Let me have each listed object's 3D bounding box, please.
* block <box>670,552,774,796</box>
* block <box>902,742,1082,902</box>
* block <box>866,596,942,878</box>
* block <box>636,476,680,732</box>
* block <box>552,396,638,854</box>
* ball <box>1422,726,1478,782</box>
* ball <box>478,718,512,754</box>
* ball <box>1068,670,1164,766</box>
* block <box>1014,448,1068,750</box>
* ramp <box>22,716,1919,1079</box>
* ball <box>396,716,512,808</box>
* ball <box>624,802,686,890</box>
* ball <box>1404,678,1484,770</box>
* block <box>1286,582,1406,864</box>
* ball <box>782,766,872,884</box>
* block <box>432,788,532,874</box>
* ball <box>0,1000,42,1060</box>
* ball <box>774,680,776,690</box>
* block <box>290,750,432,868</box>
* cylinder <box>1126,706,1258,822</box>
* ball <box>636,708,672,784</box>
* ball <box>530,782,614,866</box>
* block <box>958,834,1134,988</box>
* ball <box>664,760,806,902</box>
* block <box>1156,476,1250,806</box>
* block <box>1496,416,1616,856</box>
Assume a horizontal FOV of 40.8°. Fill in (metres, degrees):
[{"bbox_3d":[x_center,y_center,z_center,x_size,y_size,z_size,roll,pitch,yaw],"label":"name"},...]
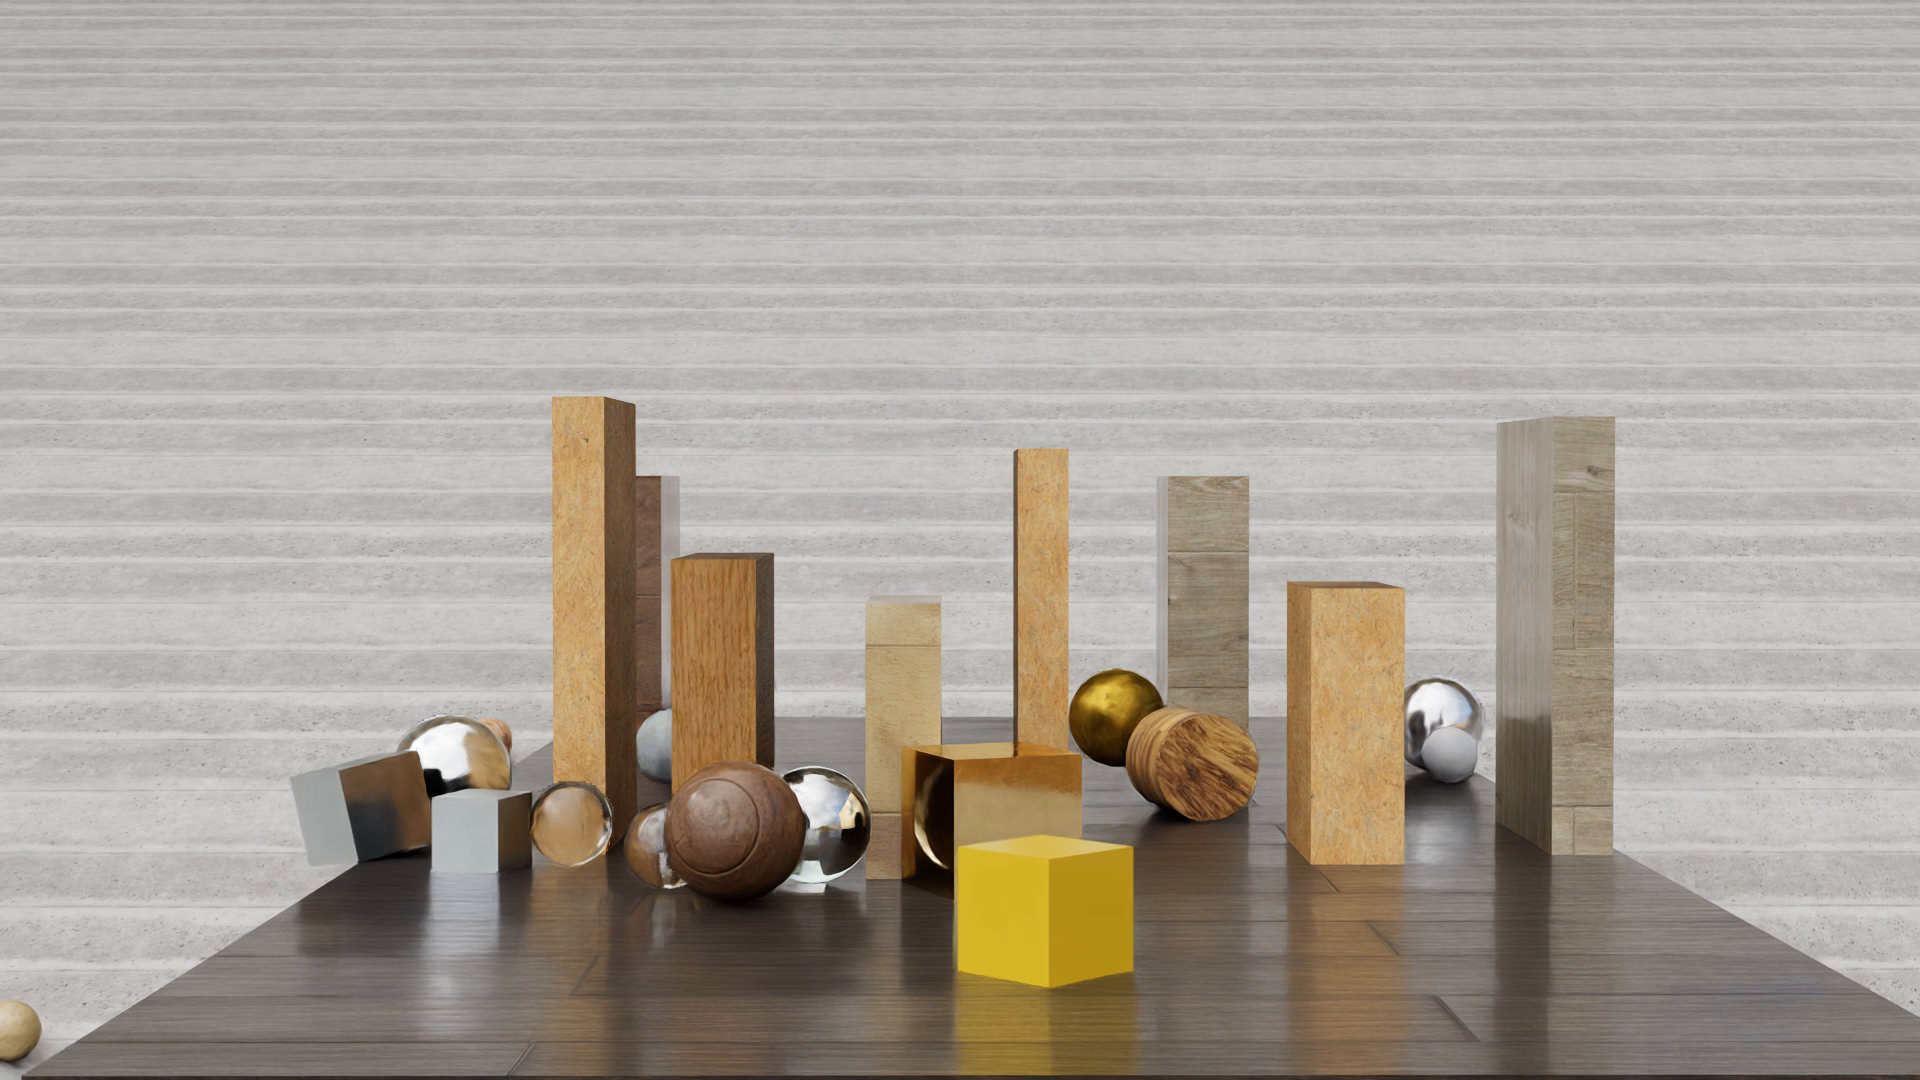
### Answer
[{"bbox_3d":[-0.366,0.265,4.026,0.126,0.480,0.386,0,1,0],"label":"block"},{"bbox_3d":[0.045,0.409,3.785,0.201,0.201,0.201,-1,1,-23],"label":"block"},{"bbox_3d":[-0.085,0.298,4.006,0.113,0.413,0.290,0,1,0],"label":"block"},{"bbox_3d":[-0.699,0.163,5.719,0.117,0.611,0.374,0,1,0],"label":"block"},{"bbox_3d":[-0.608,0.133,4.318,0.083,0.731,0.407,0,1,0],"label":"block"},{"bbox_3d":[0.971,0.425,5.115,0.111,0.111,0.111,0,27,0],"label":"ball"},{"bbox_3d":[-1.191,0.508,6.533,0.117,0.117,0.117,0,27,0],"label":"ball"},{"bbox_3d":[0.291,0.329,4.775,0.180,0.180,0.180,0,27,0],"label":"ball"},{"bbox_3d":[0.154,0.155,4.982,0.094,0.657,0.401,0,1,0],"label":"block"},{"bbox_3d":[0.060,0.543,4.579,2.000,0.100,4.000,0,1,0],"label":"ramp"},{"bbox_3d":[-0.857,0.397,4.345,0.203,0.203,0.203,0,27,0],"label":"ball"},{"bbox_3d":[-0.428,0.446,3.773,0.127,0.127,0.127,0,27,0],"label":"ball"},{"bbox_3d":[0.981,0.380,5.316,0.193,0.193,0.193,0,27,0],"label":"ball"},{"bbox_3d":[0.617,0.286,4.152,0.145,0.429,0.295,0,1,0],"label":"block"},{"bbox_3d":[-0.217,0.422,3.822,0.173,0.173,0.173,0,27,0],"label":"ball"},{"bbox_3d":[-0.738,0.449,3.990,0.112,0.112,0.112,0,1,18],"label":"block"},{"bbox_3d":[-2.010,1.038,5.462,0.124,0.124,0.124,0,27,0],"label":"ball"},{"bbox_3d":[-0.551,0.364,6.439,0.180,0.180,0.180,0,27,0],"label":"ball"},{"bbox_3d":[-0.955,0.430,4.132,0.148,0.148,0.148,-11,2,45],"label":"block"},{"bbox_3d":[0.413,0.398,4.617,0.186,0.186,0.186,-7,3,-14],"label":"cylinder"},{"bbox_3d":[-0.566,0.407,5.084,0.150,0.150,0.150,0,27,0],"label":"ball"},{"bbox_3d":[-0.605,0.441,4.014,0.129,0.129,0.129,0,27,0],"label":"ball"},{"bbox_3d":[0.104,0.448,3.134,0.151,0.151,0.151,1,2,45],"label":"block"},{"bbox_3d":[-0.319,0.412,3.654,0.200,0.200,0.200,0,27,0],"label":"ball"},{"bbox_3d":[0.455,0.183,4.866,0.149,0.606,0.270,0,1,0],"label":"block"},{"bbox_3d":[0.991,0.148,4.318,0.098,0.698,0.431,0,1,0],"label":"block"}]
